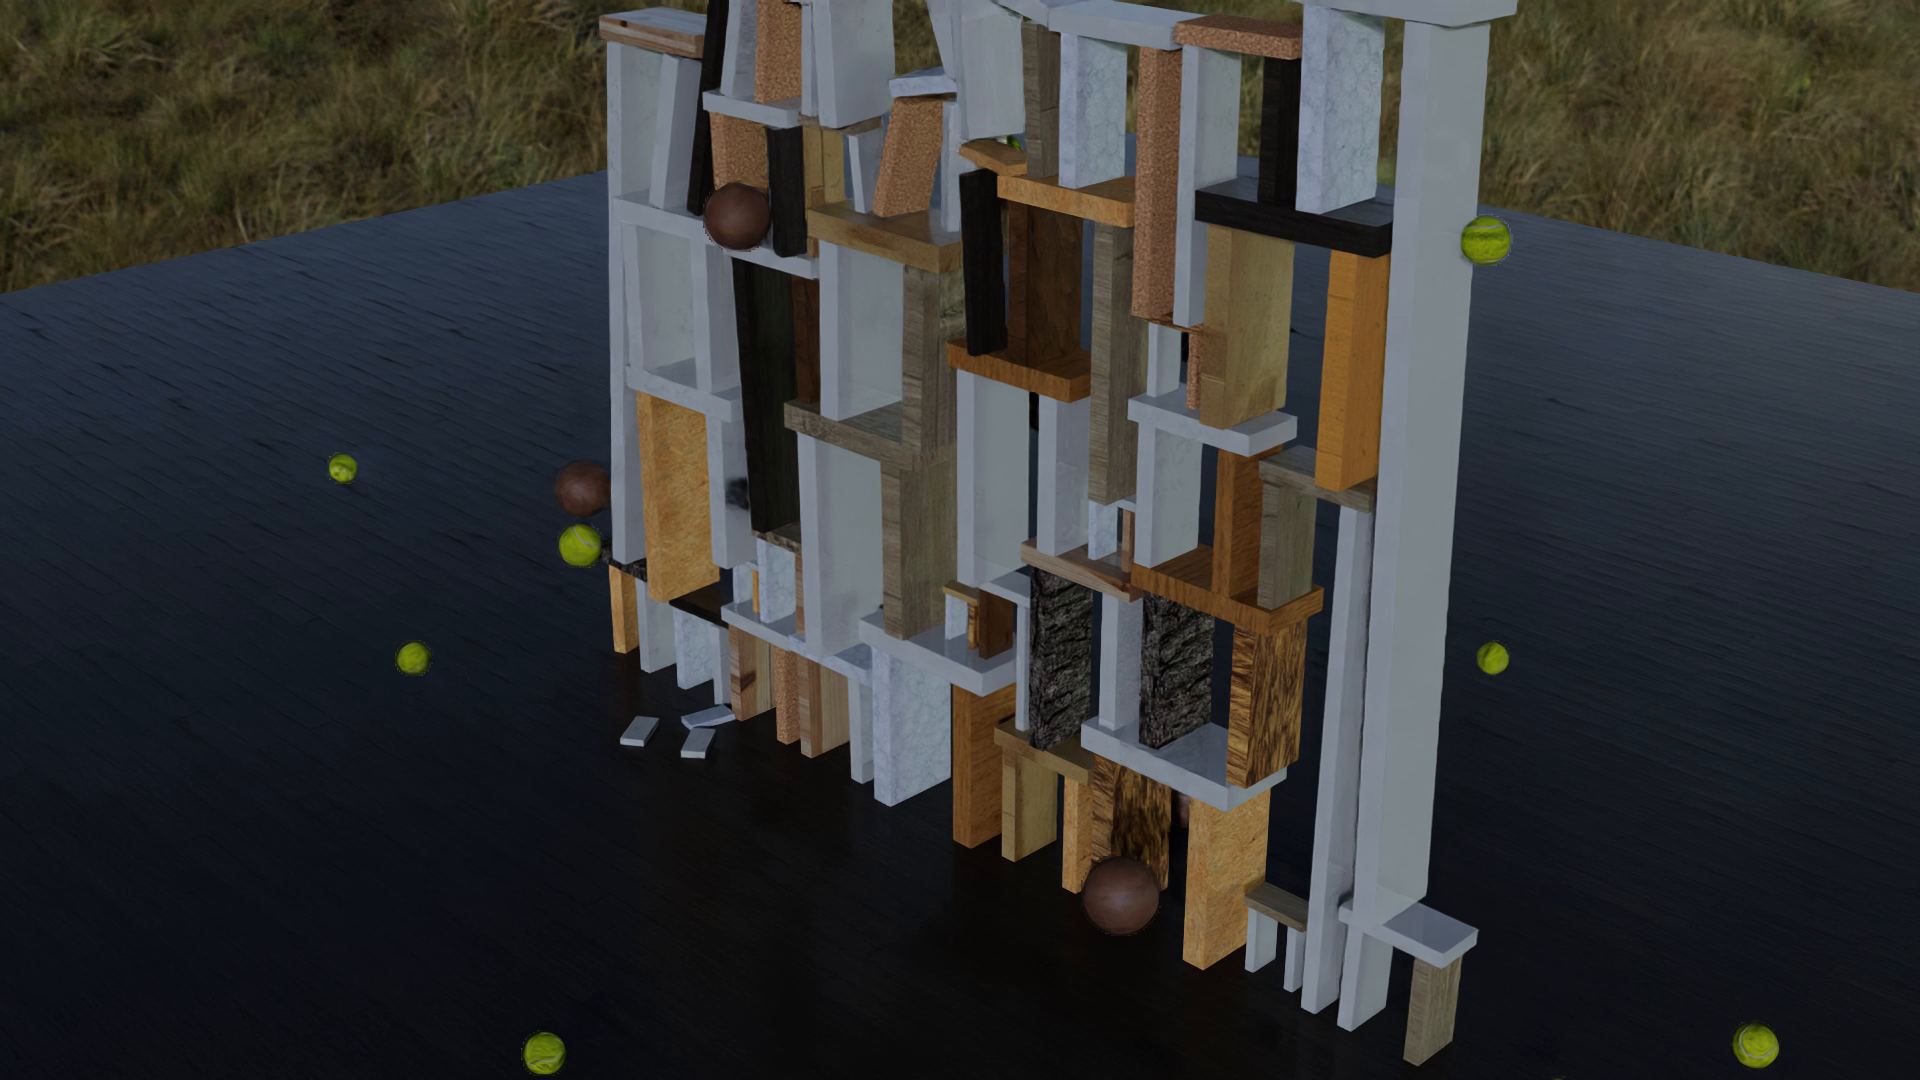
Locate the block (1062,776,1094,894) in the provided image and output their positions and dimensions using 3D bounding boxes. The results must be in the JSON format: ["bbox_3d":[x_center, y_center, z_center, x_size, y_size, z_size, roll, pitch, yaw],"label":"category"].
[{"bbox_3d":[0.250,0.540,4.180,0.034,0.241,0.121,21,31,41],"label":"block"}]

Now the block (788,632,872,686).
[{"bbox_3d":[-0.233,0.230,4.567,0.237,0.034,0.118,21,31,40],"label":"block"}]

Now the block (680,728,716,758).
[{"bbox_3d":[-0.560,0.435,4.716,0.053,0.015,0.105,3,23,6],"label":"block"}]

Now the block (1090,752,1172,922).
[{"bbox_3d":[0.320,0.524,4.093,0.048,0.338,0.169,21,31,41],"label":"block"}]

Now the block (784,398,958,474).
[{"bbox_3d":[-0.155,-0.223,4.284,0.360,0.051,0.180,21,31,40],"label":"block"}]

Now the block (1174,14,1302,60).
[{"bbox_3d":[0.453,-0.779,3.399,0.220,0.031,0.110,19,30,39],"label":"block"}]

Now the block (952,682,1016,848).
[{"bbox_3d":[0.065,0.417,4.333,0.049,0.346,0.173,21,31,41],"label":"block"}]

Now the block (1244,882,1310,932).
[{"bbox_3d":[0.571,0.647,3.880,0.130,0.018,0.065,21,31,41],"label":"block"}]

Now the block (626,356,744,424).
[{"bbox_3d":[-0.534,-0.330,4.660,0.338,0.048,0.169,20,30,39],"label":"block"}]

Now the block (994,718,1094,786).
[{"bbox_3d":[0.193,0.391,4.179,0.241,0.034,0.121,21,31,41],"label":"block"}]

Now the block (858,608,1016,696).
[{"bbox_3d":[-0.018,0.203,4.331,0.173,0.049,0.347,-21,31,-40],"label":"block"}]

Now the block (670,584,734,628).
[{"bbox_3d":[-0.545,0.143,4.887,0.195,0.028,0.098,19,29,38],"label":"block"}]

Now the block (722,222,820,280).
[{"bbox_3d":[-0.332,-0.569,4.317,0.260,0.037,0.130,21,32,40],"label":"block"}]

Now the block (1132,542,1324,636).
[{"bbox_3d":[0.456,0.079,3.769,0.299,0.042,0.149,21,31,41],"label":"block"}]

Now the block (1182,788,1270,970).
[{"bbox_3d":[0.479,0.586,3.947,0.048,0.337,0.169,21,31,41],"label":"block"}]

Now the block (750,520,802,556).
[{"bbox_3d":[-0.341,-0.011,4.586,0.092,0.026,0.184,-23,31,-40],"label":"block"}]

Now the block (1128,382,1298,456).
[{"bbox_3d":[0.420,-0.204,3.676,0.257,0.036,0.129,21,31,41],"label":"block"}]

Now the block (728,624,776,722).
[{"bbox_3d":[-0.450,0.273,4.826,0.032,0.228,0.114,21,31,41],"label":"block"}]

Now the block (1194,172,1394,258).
[{"bbox_3d":[0.551,-0.509,3.426,0.336,0.048,0.168,20,30,39],"label":"block"}]

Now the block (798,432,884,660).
[{"bbox_3d":[-0.238,-0.011,4.470,0.051,0.485,0.180,21,31,40],"label":"block"}]

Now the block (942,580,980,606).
[{"bbox_3d":[0.016,0.102,4.247,0.095,0.013,0.047,21,30,41],"label":"block"}]

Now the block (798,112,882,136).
[{"bbox_3d":[-0.223,-0.779,4.078,0.075,0.021,0.150,-25,33,-38],"label":"block"}]

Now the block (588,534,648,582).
[{"bbox_3d":[-0.736,0.036,5.042,0.116,0.033,0.231,-21,31,-40],"label":"block"}]

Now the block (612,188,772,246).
[{"bbox_3d":[-0.550,-0.671,4.527,0.319,0.045,0.160,20,30,39],"label":"block"}]

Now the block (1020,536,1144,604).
[{"bbox_3d":[0.249,0.039,3.966,0.261,0.037,0.131,21,31,40],"label":"block"}]

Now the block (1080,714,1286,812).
[{"bbox_3d":[0.399,0.378,3.945,0.338,0.048,0.169,21,31,41],"label":"block"}]

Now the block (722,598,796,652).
[{"bbox_3d":[-0.396,0.174,4.725,0.114,0.032,0.228,-21,31,-41],"label":"block"}]

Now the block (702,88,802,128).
[{"bbox_3d":[-0.368,-0.837,4.225,0.247,0.035,0.123,21,32,41],"label":"block"}]

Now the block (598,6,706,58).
[{"bbox_3d":[-0.565,-1.020,4.412,0.159,0.045,0.319,-21,30,-40],"label":"block"}]

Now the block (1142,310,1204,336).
[{"bbox_3d":[0.374,-0.368,3.661,0.065,0.018,0.130,-21,31,-40],"label":"block"}]

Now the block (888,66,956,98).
[{"bbox_3d":[-0.006,-0.827,3.940,0.223,0.032,0.112,4,23,38],"label":"block"}]

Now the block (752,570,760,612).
[{"bbox_3d":[-0.422,0.103,4.728,0.014,0.098,0.049,22,31,40],"label":"block"}]

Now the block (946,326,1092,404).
[{"bbox_3d":[0.134,-0.318,3.940,0.299,0.042,0.149,21,31,40],"label":"block"}]

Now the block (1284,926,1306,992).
[{"bbox_3d":[0.602,0.727,3.880,0.018,0.130,0.065,21,31,41],"label":"block"}]

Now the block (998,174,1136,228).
[{"bbox_3d":[0.219,-0.589,3.727,0.292,0.041,0.146,21,31,40],"label":"block"}]

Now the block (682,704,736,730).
[{"bbox_3d":[-0.551,0.390,4.822,0.105,0.015,0.053,-14,27,-30],"label":"block"}]

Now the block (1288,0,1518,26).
[{"bbox_3d":[0.635,-0.797,3.198,0.154,0.044,0.308,-20,30,-39],"label":"block"}]

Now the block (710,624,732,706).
[{"bbox_3d":[-0.502,0.267,4.882,0.028,0.195,0.098,21,30,40],"label":"block"}]

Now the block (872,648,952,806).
[{"bbox_3d":[-0.097,0.354,4.484,0.173,0.346,0.049,-21,31,-41],"label":"block"}]

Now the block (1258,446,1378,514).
[{"bbox_3d":[0.601,-0.099,3.541,0.108,0.031,0.216,-21,31,-41],"label":"block"}]

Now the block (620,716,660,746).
[{"bbox_3d":[-0.693,0.414,4.766,0.053,0.015,0.105,5,23,11],"label":"block"}]

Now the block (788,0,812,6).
[{"bbox_3d":[-0.281,-1.012,4.038,0.099,0.028,0.199,-21,30,-36],"label":"block"}]

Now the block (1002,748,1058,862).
[{"bbox_3d":[0.136,0.495,4.285,0.034,0.241,0.121,21,31,41],"label":"block"}]

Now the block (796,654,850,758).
[{"bbox_3d":[-0.286,0.333,4.671,0.118,0.237,0.034,-22,31,-40],"label":"block"}]

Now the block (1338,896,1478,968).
[{"bbox_3d":[0.749,0.644,3.679,0.205,0.029,0.103,21,31,40],"label":"block"}]

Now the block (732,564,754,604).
[{"bbox_3d":[-0.469,0.085,4.770,0.014,0.098,0.049,21,31,40],"label":"block"}]

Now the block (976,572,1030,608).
[{"bbox_3d":[0.102,0.087,4.146,0.144,0.020,0.072,21,31,40],"label":"block"}]

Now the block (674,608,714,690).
[{"bbox_3d":[-0.596,0.231,4.966,0.028,0.195,0.098,20,30,40],"label":"block"}]

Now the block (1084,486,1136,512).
[{"bbox_3d":[0.283,-0.079,3.875,0.118,0.017,0.059,21,31,40],"label":"block"}]

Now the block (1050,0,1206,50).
[{"bbox_3d":[0.281,-0.835,3.556,0.254,0.036,0.127,21,31,40],"label":"block"}]

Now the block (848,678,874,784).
[{"bbox_3d":[-0.174,0.377,4.569,0.118,0.237,0.034,-22,31,-40],"label":"block"}]

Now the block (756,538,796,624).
[{"bbox_3d":[-0.384,0.072,4.673,0.026,0.194,0.092,23,33,40],"label":"block"}]

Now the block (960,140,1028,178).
[{"bbox_3d":[0.070,-0.660,3.803,0.072,0.020,0.143,-15,31,-32],"label":"block"}]

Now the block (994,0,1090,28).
[{"bbox_3d":[0.109,-0.931,3.715,0.242,0.034,0.121,35,39,31],"label":"block"}]

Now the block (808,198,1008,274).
[{"bbox_3d":[-0.099,-0.570,4.068,0.176,0.050,0.353,-22,32,-40],"label":"block"}]

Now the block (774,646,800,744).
[{"bbox_3d":[-0.342,0.315,4.727,0.114,0.228,0.032,-21,31,-41],"label":"block"}]

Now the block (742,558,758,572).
[{"bbox_3d":[-0.446,0.042,4.727,0.098,0.014,0.049,20,30,39],"label":"block"}]

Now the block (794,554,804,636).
[{"bbox_3d":[-0.300,0.101,4.590,0.092,0.184,0.026,-22,34,-40],"label":"block"}]

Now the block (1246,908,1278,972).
[{"bbox_3d":[0.541,0.704,3.937,0.018,0.130,0.065,21,31,41],"label":"block"}]
